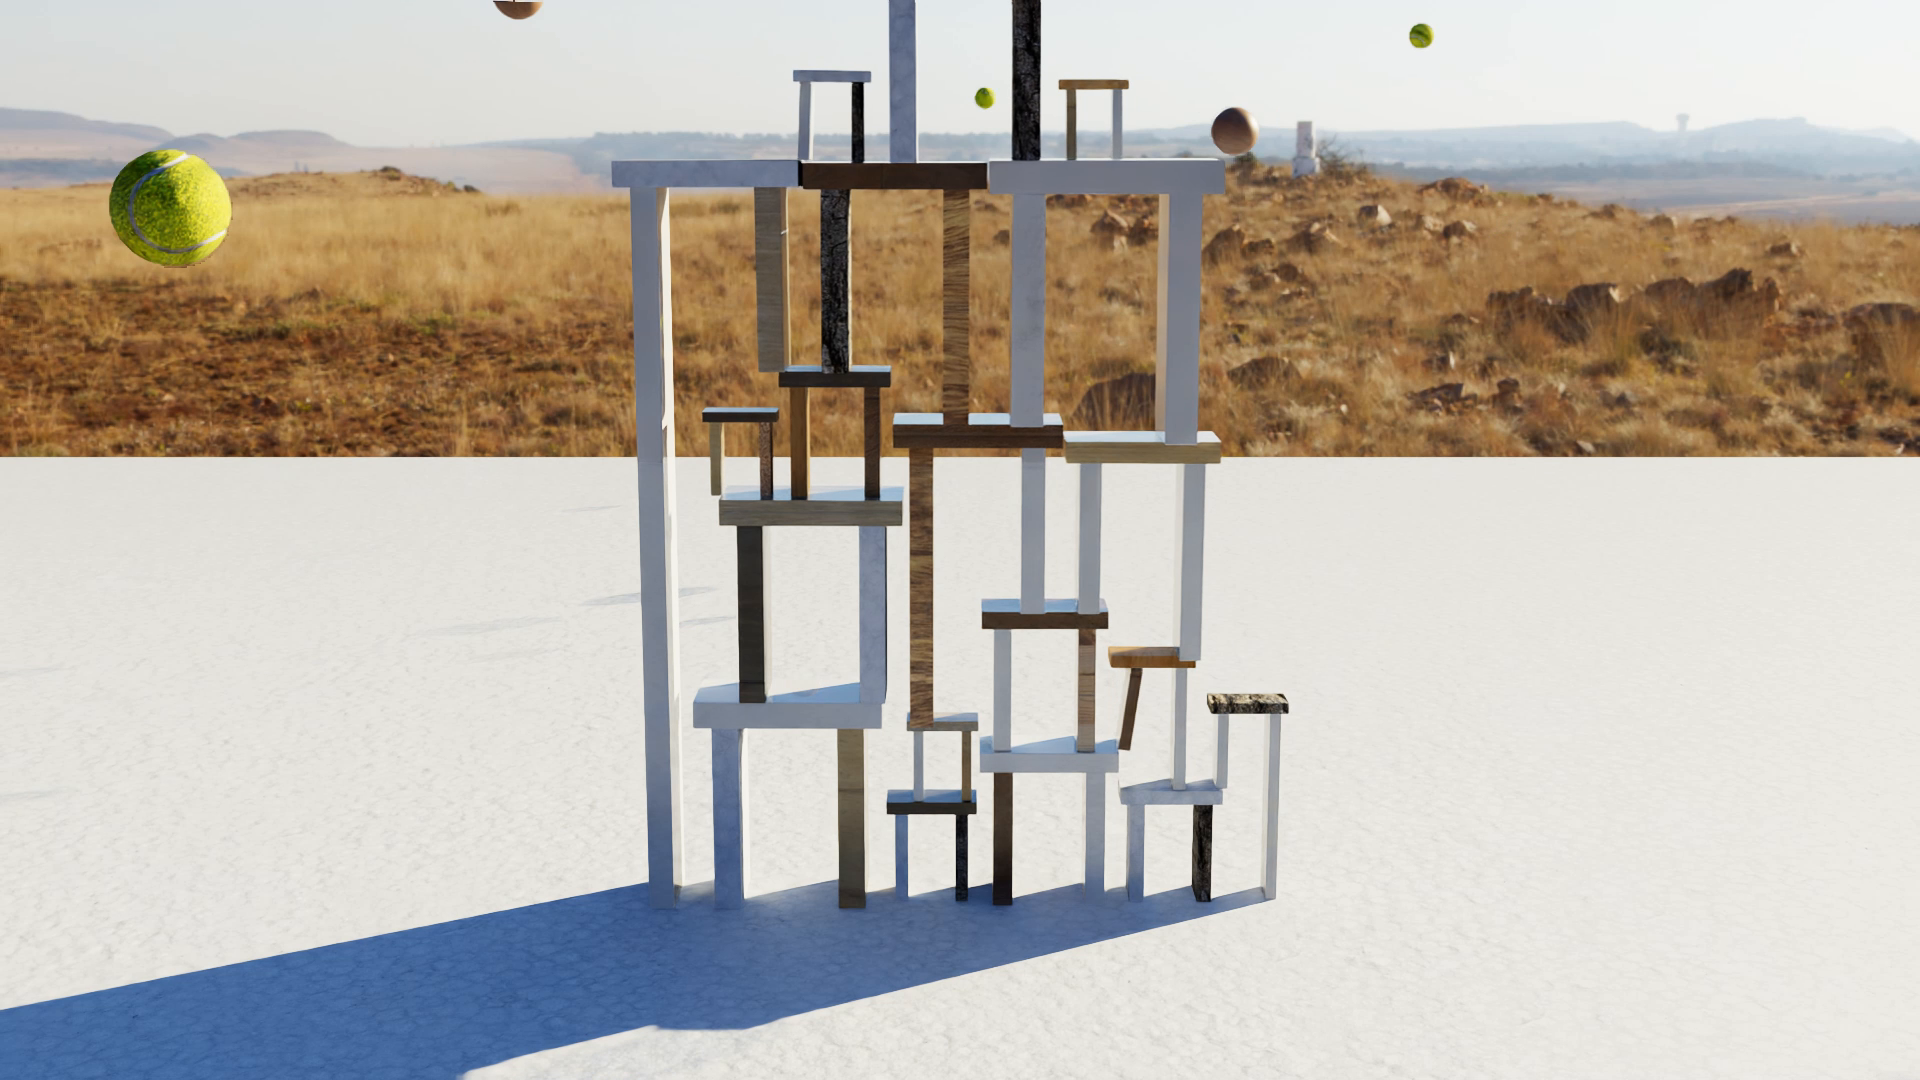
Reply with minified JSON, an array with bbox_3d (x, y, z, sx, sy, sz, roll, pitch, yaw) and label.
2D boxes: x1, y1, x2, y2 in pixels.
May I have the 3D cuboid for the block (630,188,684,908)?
[{"bbox_3d":[-0.488,0.017,3.564,0.041,1.165,0.143,0,11,0],"label":"block"}]

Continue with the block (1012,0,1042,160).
[{"bbox_3d":[0.103,-0.736,3.415,0.041,0.286,0.143,0,11,0],"label":"block"}]

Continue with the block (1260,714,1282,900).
[{"bbox_3d":[0.515,0.433,3.644,0.018,0.317,0.063,0,11,0],"label":"block"}]

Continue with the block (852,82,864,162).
[{"bbox_3d":[-0.159,-0.651,3.431,0.017,0.122,0.060,0,11,0],"label":"block"}]

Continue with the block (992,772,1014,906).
[{"bbox_3d":[0.070,0.479,3.648,0.032,0.226,0.113,0,11,0],"label":"block"}]

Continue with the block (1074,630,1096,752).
[{"bbox_3d":[0.205,0.235,3.609,0.029,0.204,0.102,0,11,0],"label":"block"}]

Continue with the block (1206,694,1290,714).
[{"bbox_3d":[0.472,0.269,3.614,0.127,0.018,0.063,0,11,0],"label":"block"}]

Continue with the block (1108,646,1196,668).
[{"bbox_3d":[0.313,0.191,3.594,0.138,0.020,0.069,0,11,0],"label":"block"}]

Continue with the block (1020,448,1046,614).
[{"bbox_3d":[0.117,-0.025,3.558,0.038,0.268,0.134,0,11,0],"label":"block"}]

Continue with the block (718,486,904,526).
[{"bbox_3d":[-0.236,-0.056,3.545,0.290,0.041,0.145,0,11,0],"label":"block"}]

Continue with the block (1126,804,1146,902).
[{"bbox_3d":[0.291,0.508,3.655,0.024,0.167,0.083,0,11,0],"label":"block"}]

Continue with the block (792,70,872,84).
[{"bbox_3d":[-0.198,-0.720,3.417,0.120,0.017,0.060,1,11,0],"label":"block"}]

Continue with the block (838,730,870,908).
[{"bbox_3d":[-0.177,0.440,3.646,0.043,0.304,0.152,0,11,0],"label":"block"}]

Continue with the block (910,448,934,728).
[{"bbox_3d":[-0.062,0.067,3.575,0.038,0.455,0.134,0,11,0],"label":"block"}]

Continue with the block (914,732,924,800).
[{"bbox_3d":[-0.068,0.365,3.629,0.017,0.118,0.059,0,11,0],"label":"block"}]

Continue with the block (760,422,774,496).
[{"bbox_3d":[-0.310,-0.134,3.530,0.017,0.118,0.059,0,11,0],"label":"block"}]

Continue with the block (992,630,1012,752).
[{"bbox_3d":[0.069,0.235,3.610,0.029,0.204,0.102,0,11,0],"label":"block"}]

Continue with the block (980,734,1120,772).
[{"bbox_3d":[0.145,0.352,3.625,0.226,0.032,0.113,0,11,0],"label":"block"}]

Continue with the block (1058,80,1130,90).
[{"bbox_3d":[0.208,-0.708,3.420,0.107,0.015,0.054,0,11,0],"label":"block"}]

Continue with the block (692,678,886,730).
[{"bbox_3d":[-0.278,0.269,3.614,0.304,0.043,0.152,0,11,0],"label":"block"}]

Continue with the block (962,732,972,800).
[{"bbox_3d":[0.011,0.365,3.629,0.017,0.118,0.059,0,11,0],"label":"block"}]

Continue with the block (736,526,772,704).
[{"bbox_3d":[-0.333,0.106,3.576,0.041,0.290,0.145,0,11,0],"label":"block"}]

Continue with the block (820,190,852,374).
[{"bbox_3d":[-0.196,-0.414,3.485,0.040,0.284,0.142,0,11,0],"label":"block"}]

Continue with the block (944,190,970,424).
[{"bbox_3d":[-0.006,-0.374,3.493,0.040,0.366,0.142,0,11,0],"label":"block"}]

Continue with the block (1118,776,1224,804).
[{"bbox_3d":[0.347,0.414,3.638,0.167,0.024,0.083,0,11,0],"label":"block"}]

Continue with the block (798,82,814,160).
[{"bbox_3d":[-0.240,-0.654,3.434,0.017,0.120,0.060,3,10,2],"label":"block"}]

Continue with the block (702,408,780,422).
[{"bbox_3d":[-0.350,-0.200,3.517,0.118,0.017,0.059,0,11,0],"label":"block"}]

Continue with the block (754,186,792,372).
[{"bbox_3d":[-0.296,-0.415,3.483,0.041,0.286,0.143,0,10,0],"label":"block"}]

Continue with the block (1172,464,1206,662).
[{"bbox_3d":[0.370,0.026,3.559,0.035,0.320,0.122,0,11,0],"label":"block"}]

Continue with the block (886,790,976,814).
[{"bbox_3d":[-0.047,0.434,3.640,0.148,0.021,0.074,0,11,0],"label":"block"}]

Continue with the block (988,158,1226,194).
[{"bbox_3d":[0.225,-0.571,3.446,0.359,0.051,0.180,0,11,0],"label":"block"}]

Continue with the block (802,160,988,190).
[{"bbox_3d":[-0.100,-0.573,3.454,0.284,0.040,0.142,0,11,0],"label":"block"}]

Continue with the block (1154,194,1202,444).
[{"bbox_3d":[0.346,-0.356,3.486,0.051,0.387,0.180,0,11,0],"label":"block"}]

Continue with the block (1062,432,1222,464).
[{"bbox_3d":[0.290,-0.149,3.525,0.244,0.035,0.122,0,11,0],"label":"block"}]

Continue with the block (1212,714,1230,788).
[{"bbox_3d":[0.430,0.340,3.627,0.018,0.127,0.063,0,11,0],"label":"block"}]

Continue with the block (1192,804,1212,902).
[{"bbox_3d":[0.402,0.508,3.655,0.024,0.167,0.083,0,11,0],"label":"block"}]

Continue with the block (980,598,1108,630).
[{"bbox_3d":[0.137,0.120,3.588,0.204,0.029,0.102,0,11,0],"label":"block"}]

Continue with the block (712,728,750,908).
[{"bbox_3d":[-0.379,0.440,3.646,0.043,0.304,0.152,0,11,0],"label":"block"}]

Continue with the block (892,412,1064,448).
[{"bbox_3d":[0.028,-0.176,3.530,0.268,0.038,0.134,0,11,0],"label":"block"}]

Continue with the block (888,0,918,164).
[{"bbox_3d":[-0.088,-0.734,3.415,0.041,0.290,0.143,0,11,0],"label":"block"}]

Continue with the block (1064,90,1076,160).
[{"bbox_3d":[0.173,-0.648,3.431,0.015,0.107,0.054,-1,11,0],"label":"block"}]

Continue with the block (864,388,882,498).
[{"bbox_3d":[-0.139,-0.163,3.530,0.025,0.175,0.088,0,11,0],"label":"block"}]

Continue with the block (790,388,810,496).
[{"bbox_3d":[-0.256,-0.163,3.530,0.025,0.175,0.088,0,11,0],"label":"block"}]

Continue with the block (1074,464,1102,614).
[{"bbox_3d":[0.207,-0.012,3.555,0.035,0.244,0.122,0,11,0],"label":"block"}]

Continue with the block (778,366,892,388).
[{"bbox_3d":[-0.198,-0.261,3.512,0.176,0.025,0.088,0,11,0],"label":"block"}]

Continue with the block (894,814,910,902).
[{"bbox_3d":[-0.096,0.517,3.656,0.021,0.149,0.074,0,11,0],"label":"block"}]

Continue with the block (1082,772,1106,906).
[{"bbox_3d":[0.221,0.479,3.648,0.032,0.226,0.113,0,11,0],"label":"block"}]

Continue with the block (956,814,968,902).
[{"bbox_3d":[0.003,0.517,3.656,0.021,0.148,0.074,0,11,0],"label":"block"}]

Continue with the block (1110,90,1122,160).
[{"bbox_3d":[0.244,-0.648,3.431,0.015,0.107,0.054,-1,11,0],"label":"block"}]

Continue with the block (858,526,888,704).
[{"bbox_3d":[-0.140,0.107,3.576,0.041,0.290,0.145,0,11,0],"label":"block"}]

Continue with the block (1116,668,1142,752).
[{"bbox_3d":[0.277,0.270,3.611,0.020,0.138,0.069,8,10,-2],"label":"block"}]

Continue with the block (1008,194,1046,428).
[{"bbox_3d":[0.105,-0.369,3.485,0.051,0.359,0.180,0,11,0],"label":"block"}]

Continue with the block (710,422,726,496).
[{"bbox_3d":[-0.389,-0.134,3.530,0.017,0.118,0.059,0,11,0],"label":"block"}]

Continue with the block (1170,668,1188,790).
[{"bbox_3d":[0.359,0.302,3.616,0.020,0.206,0.069,0,11,0],"label":"block"}]

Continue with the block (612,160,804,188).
[{"bbox_3d":[-0.393,-0.576,3.454,0.286,0.041,0.143,0,10,0],"label":"block"}]

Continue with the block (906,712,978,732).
[{"bbox_3d":[-0.029,0.299,3.617,0.118,0.017,0.059,0,11,0],"label":"block"}]
